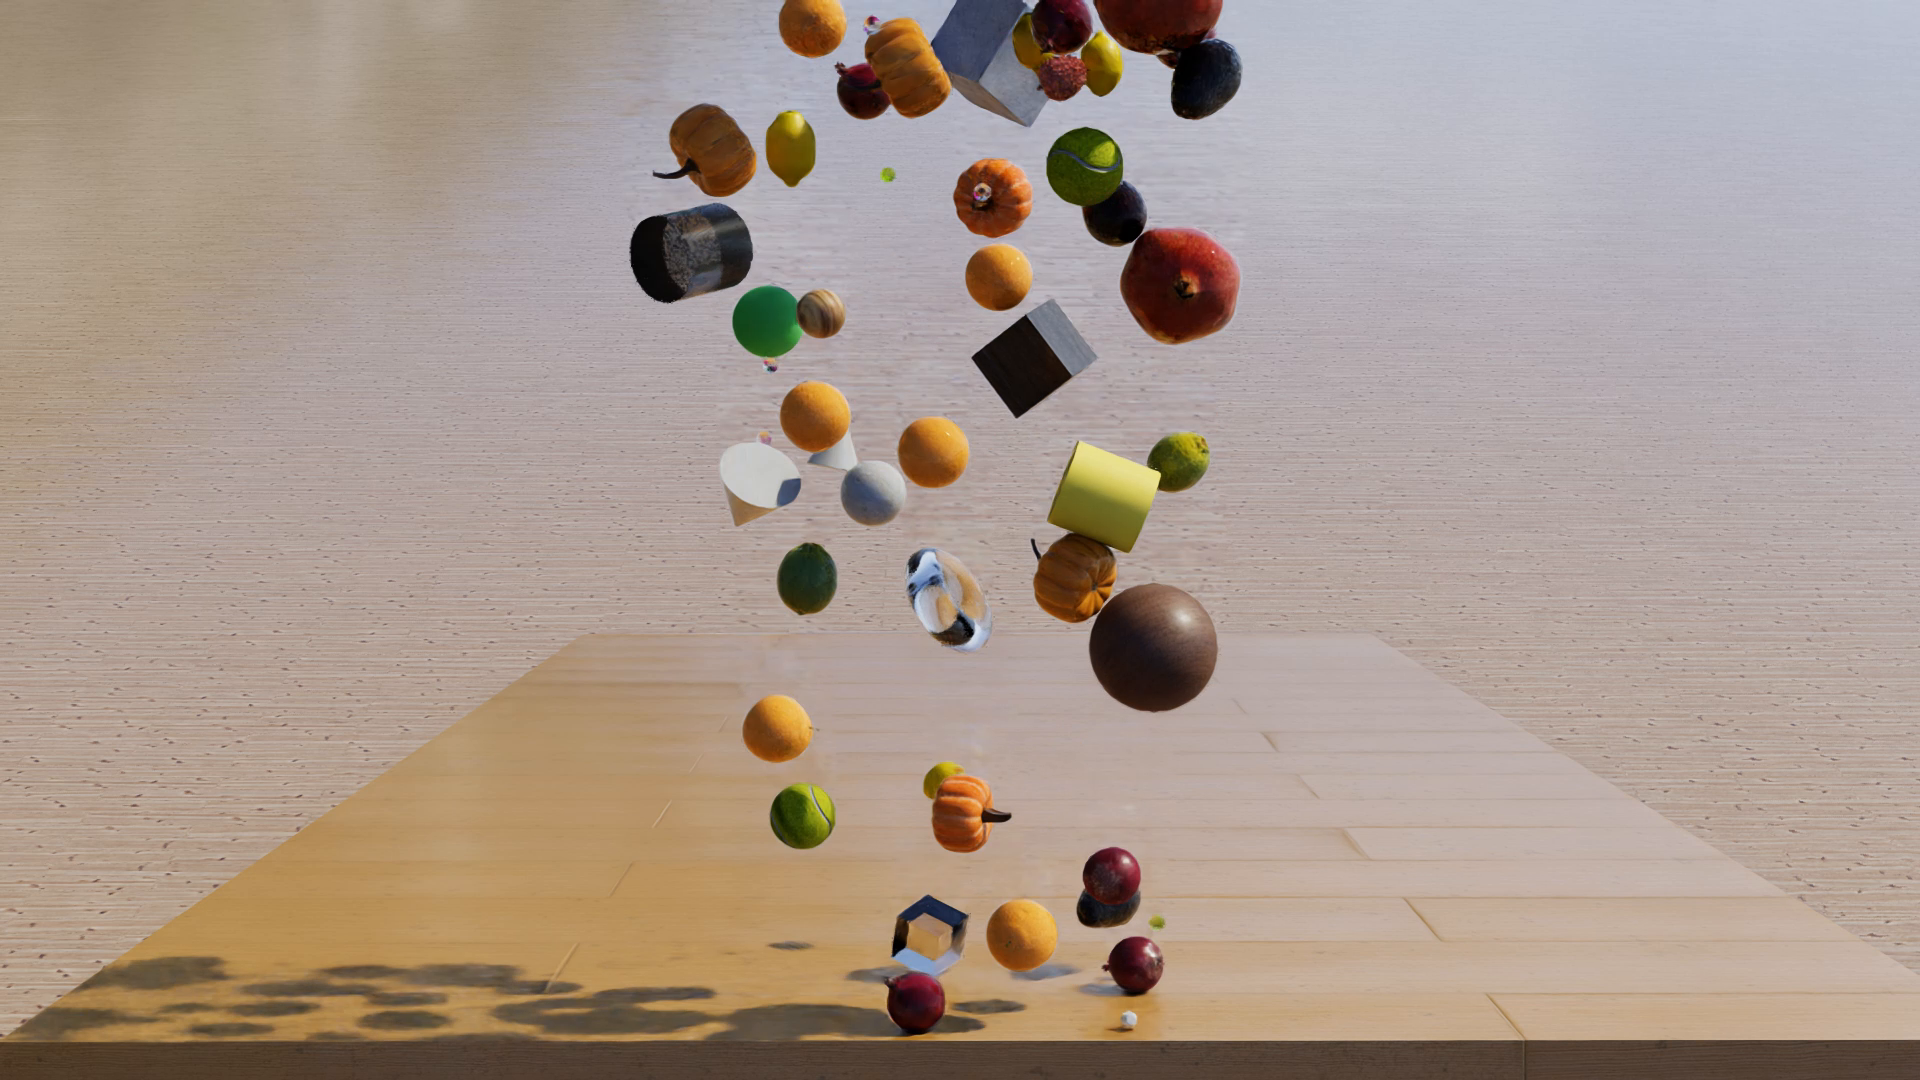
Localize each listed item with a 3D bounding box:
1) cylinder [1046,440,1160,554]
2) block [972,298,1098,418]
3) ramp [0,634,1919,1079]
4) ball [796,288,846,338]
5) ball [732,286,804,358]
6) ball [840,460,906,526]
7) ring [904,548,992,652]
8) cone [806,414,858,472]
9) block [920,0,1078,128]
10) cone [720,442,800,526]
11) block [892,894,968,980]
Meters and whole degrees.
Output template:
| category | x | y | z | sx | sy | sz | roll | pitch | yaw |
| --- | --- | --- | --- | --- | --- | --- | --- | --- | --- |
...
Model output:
| category | x | y | z | sx | sy | sz | roll | pitch | yaw |
| --- | --- | --- | --- | --- | --- | --- | --- | --- | --- |
| cylinder | 0.143 | -0.043 | 2.550 | 0.087 | 0.087 | 0.087 | 21 | 21 | -1 |
| block | 0.080 | -0.195 | 2.744 | 0.081 | 0.081 | 0.081 | -36 | 1 | 29 |
| ramp | 0.046 | 0.416 | 4.535 | 2.000 | 0.100 | 4.000 | 0 | 4 | 0 |
| ball | -0.141 | -0.229 | 2.596 | 0.051 | 0.051 | 0.051 | 0 | 20 | 0 |
| ball | -0.209 | -0.238 | 2.799 | 0.078 | 0.078 | 0.078 | 0 | 20 | 0 |
| ball | -0.090 | -0.049 | 2.649 | 0.068 | 0.068 | 0.068 | 0 | 20 | 0 |
| ring | -0.012 | 0.061 | 2.609 | 0.040 | 0.119 | 0.119 | -33 | 8 | 22 |
| cone | -0.127 | -0.104 | 2.686 | 0.059 | 0.059 | 0.059 | 11 | 0 | 0 |
| block | 0.042 | -0.511 | 2.707 | 0.096 | 0.096 | 0.096 | 32 | -1 | 43 |
| cone | -0.225 | -0.041 | 2.721 | 0.089 | 0.089 | 0.089 | 14 | 47 | -15 |
| block | -0.033 | 0.434 | 2.809 | 0.056 | 0.056 | 0.056 | 24 | 31 | 28 |
